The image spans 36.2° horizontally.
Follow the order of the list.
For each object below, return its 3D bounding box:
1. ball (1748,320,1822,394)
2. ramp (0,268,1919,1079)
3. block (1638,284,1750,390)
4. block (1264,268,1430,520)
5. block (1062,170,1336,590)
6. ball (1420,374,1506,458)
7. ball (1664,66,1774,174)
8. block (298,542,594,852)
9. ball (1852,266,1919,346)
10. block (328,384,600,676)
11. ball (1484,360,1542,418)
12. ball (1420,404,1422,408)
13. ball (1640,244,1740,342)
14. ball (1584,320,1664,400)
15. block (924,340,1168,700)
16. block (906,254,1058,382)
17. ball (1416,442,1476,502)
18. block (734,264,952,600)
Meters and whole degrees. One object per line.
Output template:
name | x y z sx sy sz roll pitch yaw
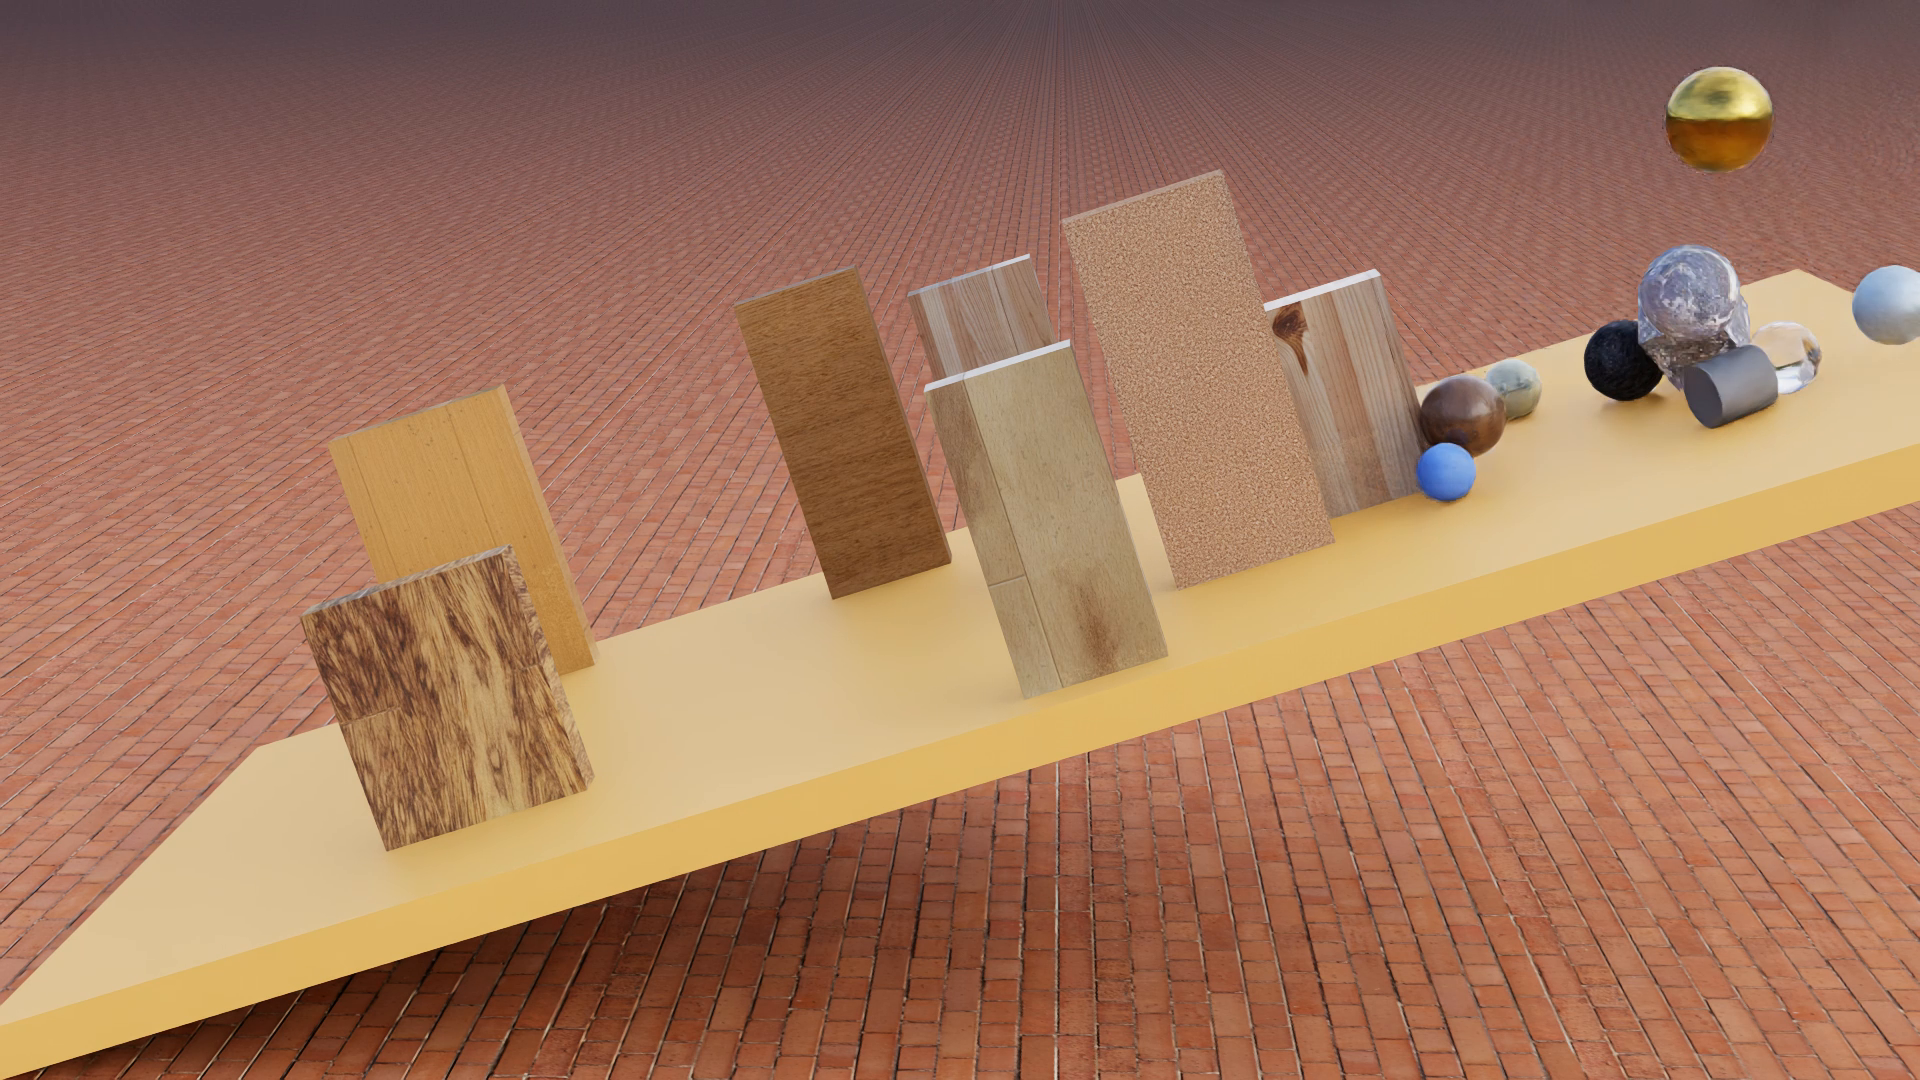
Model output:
ball | 1.634 -0.362 5.838 0.147 0.147 0.147 0 12 0
ramp | 0.101 0.183 6.310 4.000 0.100 2.000 -17 10 5
block | 1.524 -0.448 6.105 0.166 0.166 0.166 -22 42 34
block | 0.741 -0.280 6.081 0.388 0.453 0.119 -17 10 5
block | 0.476 -0.316 5.850 0.328 0.768 0.109 -17 10 5
ball | 1.021 -0.250 5.970 0.173 0.173 0.173 0 12 0
ball | 1.460 -0.808 5.657 0.205 0.205 0.205 0 12 0
block | -1.019 0.314 5.862 0.427 0.504 0.100 -17 10 5
ball | 1.822 -0.458 5.740 0.155 0.155 0.155 0 12 0
block | -1.192 0.027 7.088 0.432 0.706 0.087 -17 10 5
ball | 1.211 -0.331 6.447 0.129 0.129 0.129 0 12 0
ball | 0.984 -0.219 6.225 0.138 0.138 0.138 0 12 0
ball | 1.435 -0.485 5.782 0.191 0.191 0.191 0 12 0
ball | 1.412 -0.382 6.247 0.172 0.172 0.172 0 12 0
block | 0.160 -0.036 5.399 0.277 0.601 0.093 -17 10 5
block | 0.121 -0.270 6.503 0.280 0.664 0.091 -17 10 5
ball | 0.971 -0.136 5.874 0.117 0.117 0.117 0 12 0
block | -0.272 -0.251 6.895 0.294 0.729 0.088 -17 10 5
